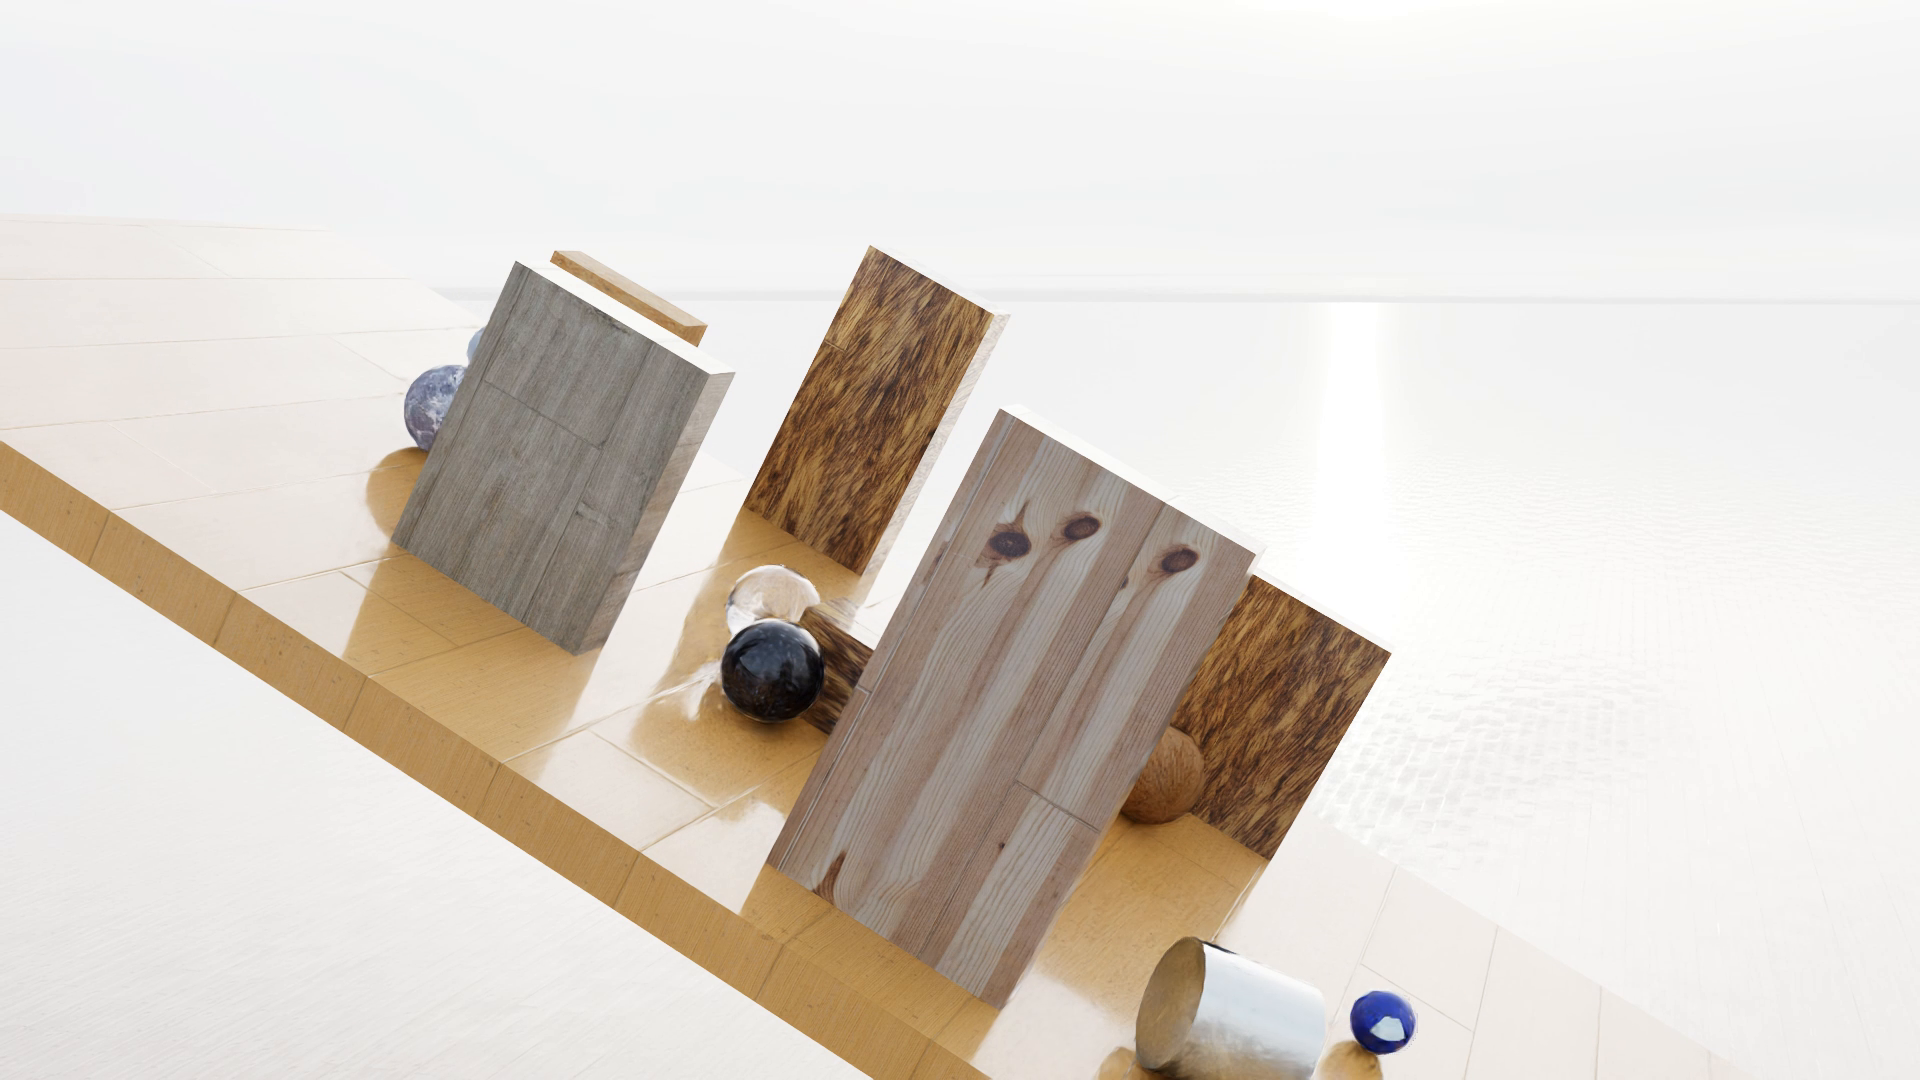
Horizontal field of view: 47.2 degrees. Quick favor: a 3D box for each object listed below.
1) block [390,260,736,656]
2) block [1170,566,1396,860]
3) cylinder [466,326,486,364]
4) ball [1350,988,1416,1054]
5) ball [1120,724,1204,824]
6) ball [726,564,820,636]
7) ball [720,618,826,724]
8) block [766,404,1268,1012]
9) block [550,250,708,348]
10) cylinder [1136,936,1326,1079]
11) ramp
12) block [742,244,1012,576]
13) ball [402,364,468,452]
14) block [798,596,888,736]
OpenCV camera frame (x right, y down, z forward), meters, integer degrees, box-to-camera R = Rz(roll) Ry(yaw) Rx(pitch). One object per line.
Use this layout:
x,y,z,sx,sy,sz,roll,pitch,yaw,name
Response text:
-0.681,-0.142,3.755,0.396,0.545,0.112,30,14,12,block
0.589,0.336,4.498,0.398,0.500,0.083,30,14,12,block
-0.891,-0.357,4.299,0.114,0.114,0.114,1,-4,6,cylinder
0.730,0.831,3.800,0.113,0.113,0.113,0,7,0,ball
0.378,0.456,4.301,0.200,0.200,0.200,0,7,0,ball
-0.347,0.135,4.094,0.178,0.178,0.178,0,7,0,ball
-0.327,0.228,3.843,0.184,0.184,0.184,0,7,0,ball
0.074,0.249,3.257,0.423,0.790,0.103,30,14,12,block
-0.749,-0.304,4.397,0.314,0.452,0.111,30,14,12,block
0.409,0.737,3.340,0.209,0.209,0.209,24,1,-14,cylinder
-0.219,0.364,4.146,4.000,0.100,2.000,30,14,12,ramp
-0.190,-0.292,4.951,0.326,0.664,0.134,30,14,12,block
-0.997,-0.252,4.309,0.185,0.185,0.185,0,7,0,ball
-0.211,0.237,4.028,0.182,0.182,0.182,31,14,15,block
